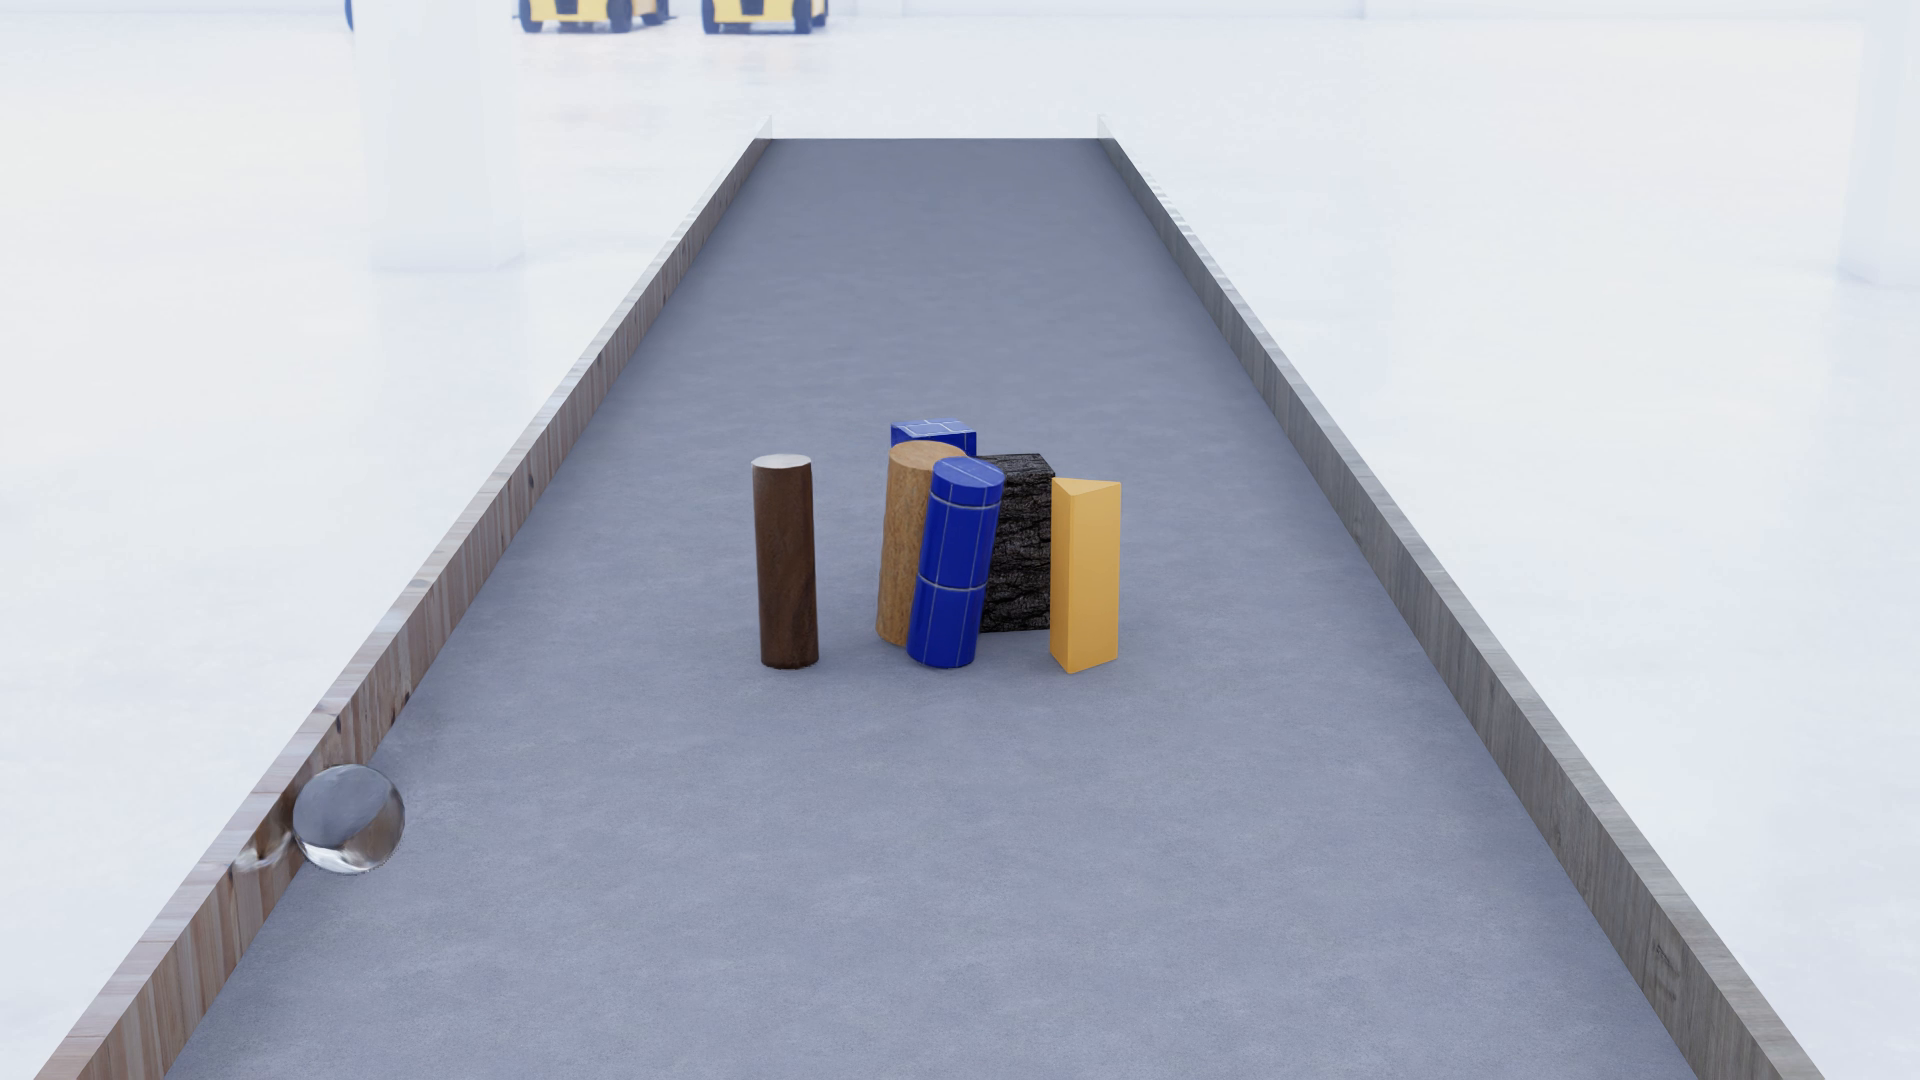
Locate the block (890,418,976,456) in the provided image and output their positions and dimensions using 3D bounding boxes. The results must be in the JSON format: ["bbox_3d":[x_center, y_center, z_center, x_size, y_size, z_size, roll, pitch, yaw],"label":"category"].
[{"bbox_3d":[-0.059,-0.079,4.873,0.147,0.352,0.147,-6,18,-19],"label":"block"}]

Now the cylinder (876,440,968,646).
[{"bbox_3d":[-0.079,0.009,4.476,0.159,0.391,0.159,4,24,-2],"label":"cylinder"}]

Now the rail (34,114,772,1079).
[{"bbox_3d":[-1.118,-0.838,7.780,0.050,0.150,12.000,0,17,-1],"label":"rail"}]

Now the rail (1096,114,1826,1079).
[{"bbox_3d":[0.932,-0.844,7.801,0.050,0.150,12.000,0,17,-1],"label":"rail"}]

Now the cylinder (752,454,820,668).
[{"bbox_3d":[-0.345,0.043,4.359,0.117,0.410,0.117,-1,15,0],"label":"cylinder"}]

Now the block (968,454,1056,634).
[{"bbox_3d":[0.099,0.005,4.617,0.167,0.338,0.167,-3,17,-9],"label":"block"}]

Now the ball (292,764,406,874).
[{"bbox_3d":[-0.959,0.438,3.454,0.172,0.172,0.172,0,17,0],"label":"ball"}]

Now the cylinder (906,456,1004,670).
[{"bbox_3d":[-0.012,0.047,4.333,0.140,0.399,0.140,8,25,-4],"label":"cylinder"}]

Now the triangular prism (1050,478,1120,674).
[{"bbox_3d":[0.225,0.063,4.375,0.138,0.364,0.119,-15,22,-41],"label":"triangular prism"}]
